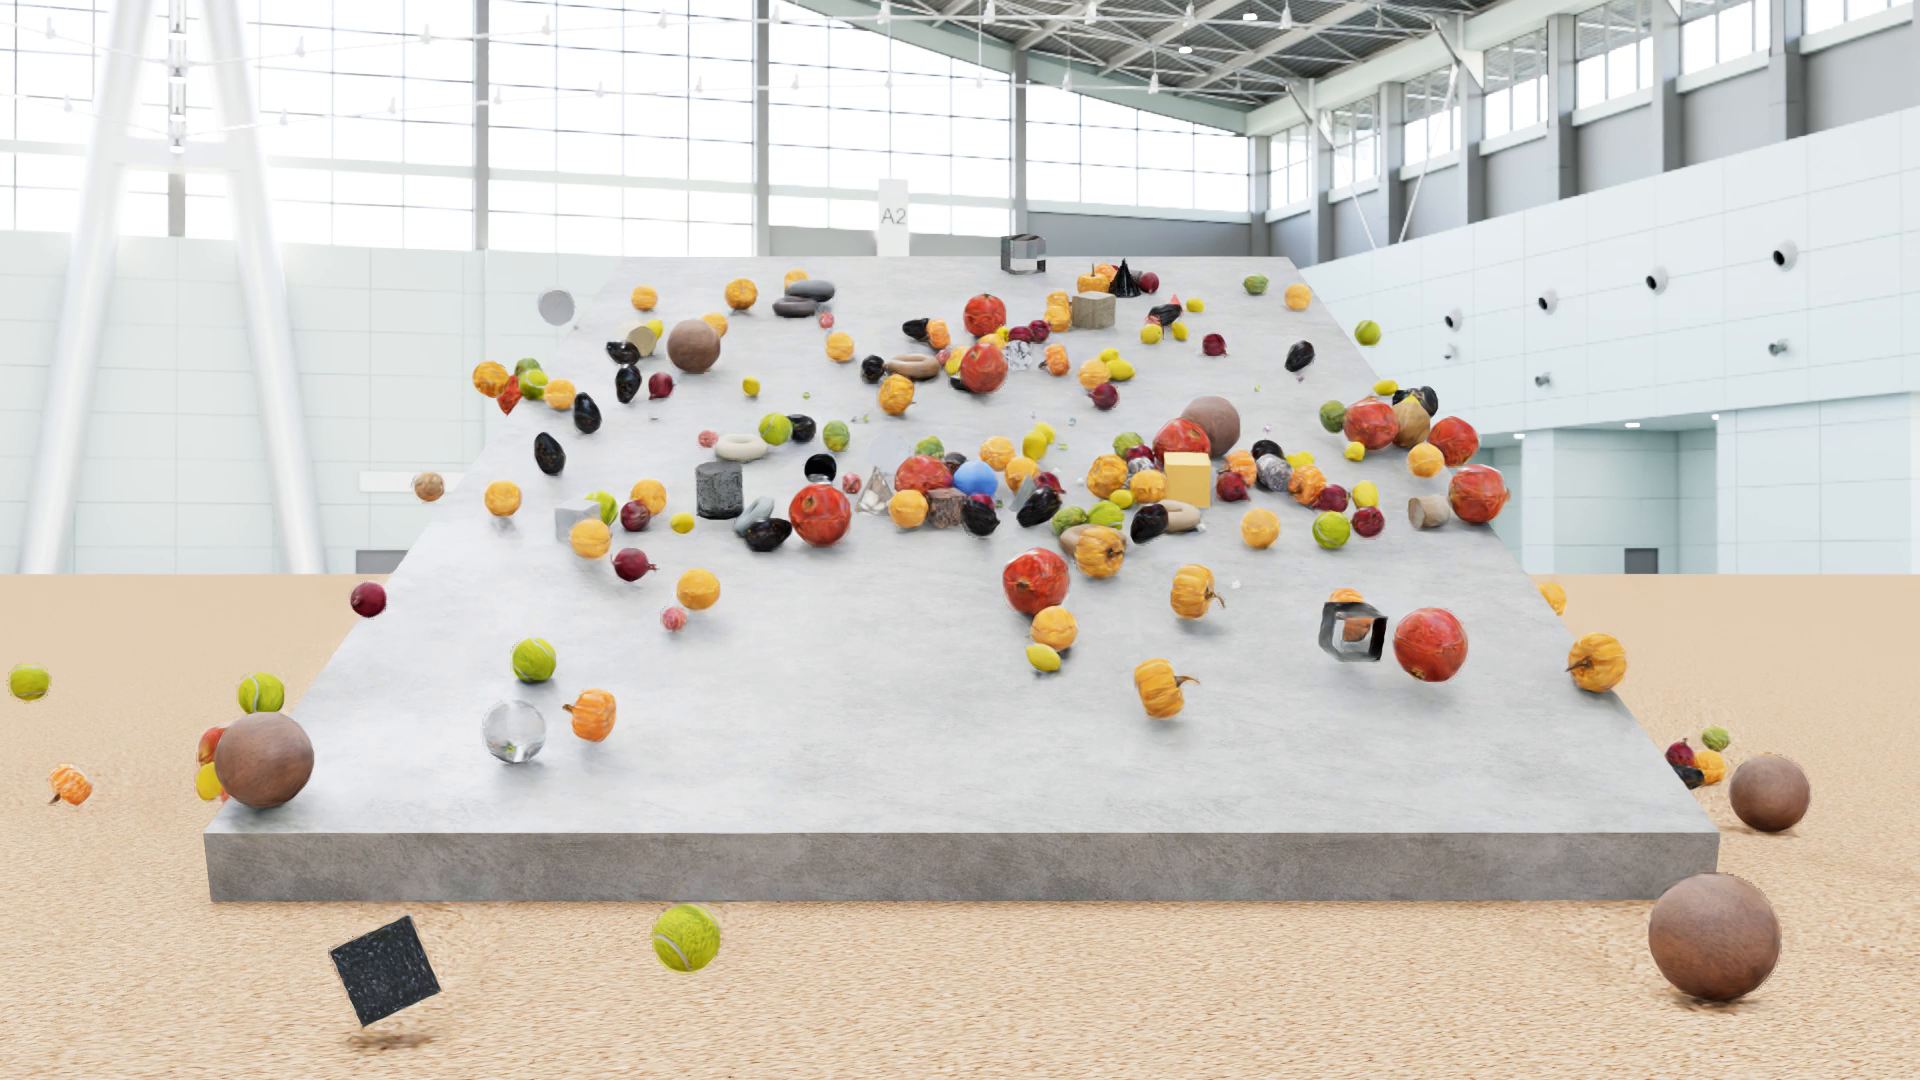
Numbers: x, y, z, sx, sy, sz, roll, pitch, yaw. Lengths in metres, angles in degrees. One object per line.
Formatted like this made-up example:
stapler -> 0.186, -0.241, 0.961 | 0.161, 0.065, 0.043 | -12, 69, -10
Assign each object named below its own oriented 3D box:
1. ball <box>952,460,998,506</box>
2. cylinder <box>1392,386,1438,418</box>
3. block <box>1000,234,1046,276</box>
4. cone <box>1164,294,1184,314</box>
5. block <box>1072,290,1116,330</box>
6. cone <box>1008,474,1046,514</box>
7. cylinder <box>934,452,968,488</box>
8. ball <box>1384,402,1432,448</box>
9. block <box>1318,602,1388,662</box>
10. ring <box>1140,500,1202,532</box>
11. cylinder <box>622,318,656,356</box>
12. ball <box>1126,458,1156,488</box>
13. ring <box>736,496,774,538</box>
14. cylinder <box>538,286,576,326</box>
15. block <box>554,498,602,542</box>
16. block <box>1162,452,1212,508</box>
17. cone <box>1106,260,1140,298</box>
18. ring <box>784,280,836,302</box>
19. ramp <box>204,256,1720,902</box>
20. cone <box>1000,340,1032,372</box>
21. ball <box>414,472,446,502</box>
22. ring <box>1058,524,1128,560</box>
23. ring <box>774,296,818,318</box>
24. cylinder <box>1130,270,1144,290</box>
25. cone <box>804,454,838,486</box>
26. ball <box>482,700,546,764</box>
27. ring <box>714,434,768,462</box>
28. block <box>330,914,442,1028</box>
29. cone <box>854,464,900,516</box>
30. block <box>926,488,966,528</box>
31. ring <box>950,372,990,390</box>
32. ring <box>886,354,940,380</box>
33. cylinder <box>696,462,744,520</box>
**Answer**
ball -> 0.029, -0.109, 4.277 | 0.085, 0.085, 0.085 | 0, -1, 0
cylinder -> 1.003, -0.300, 4.936 | 0.072, 0.072, 0.072 | -10, 4, -26
block -> 0.184, -0.833, 6.527 | 0.098, 0.098, 0.098 | -8, 20, -24
cone -> 0.576, -0.639, 6.008 | 0.052, 0.052, 0.052 | 0, 18, 0
block -> 0.349, -0.599, 5.837 | 0.081, 0.081, 0.081 | 15, 23, 38
cone -> 0.131, -0.096, 4.306 | 0.074, 0.074, 0.074 | 0, 18, 0
cylinder -> -0.015, -0.133, 4.433 | 0.065, 0.065, 0.065 | 0, 18, 9
ball -> 0.943, -0.243, 4.719 | 0.100, 0.100, 0.100 | 0, -1, 0
block -> 0.602, 0.140, 3.431 | 0.072, 0.072, 0.072 | 0, 18, -18
ring -> 0.397, -0.045, 4.209 | 0.115, 0.038, 0.115 | 0, 17, 0
cylinder -> -0.796, -0.499, 5.533 | 0.076, 0.076, 0.076 | 0, 26, -14
ball -> 0.359, -0.135, 4.449 | 0.060, 0.060, 0.060 | 0, -1, 0
ring -> -0.380, -0.043, 4.145 | 0.031, 0.092, 0.092 | 43, -15, -16
cylinder -> -1.071, -0.623, 5.937 | 0.094, 0.094, 0.094 | 0, 14, -14
block -> -0.706, -0.036, 4.141 | 0.061, 0.061, 0.061 | 8, 20, 22
block -> 0.441, -0.117, 4.354 | 0.085, 0.085, 0.085 | 0, 18, 1
cone -> 0.454, -0.732, 6.215 | 0.100, 0.100, 0.100 | 0, 18, 0
ring -> -0.407, -0.671, 6.055 | 0.141, 0.047, 0.141 | -4, -4, 0
ramp -> -0.004, -0.187, 4.866 | 2.000, 0.100, 4.000 | 0, 18, 0
cone -> 0.136, -0.435, 5.410 | 0.077, 0.077, 0.077 | 0, -9, 0
ball -> -1.215, -0.122, 5.127 | 0.069, 0.069, 0.069 | 0, -1, 0
ring -> 0.241, 0.005, 4.050 | 0.125, 0.042, 0.125 | 1, 18, 0
ring -> -0.438, -0.621, 5.969 | 0.122, 0.041, 0.122 | 1, 17, 0
cylinder -> 0.480, -0.730, 6.281 | 0.056, 0.056, 0.056 | 0, -1, 21
cone -> -0.274, -0.136, 4.498 | 0.066, 0.066, 0.066 | 0, -9, 6
ball -> -0.628, 0.270, 3.157 | 0.088, 0.088, 0.088 | 0, -1, 0
ring -> -0.457, -0.193, 4.661 | 0.112, 0.037, 0.112 | 1, 19, 0
block -> -0.538, 0.404, 2.104 | 0.077, 0.077, 0.077 | -24, -2, -14
cone -> -0.159, -0.102, 4.296 | 0.091, 0.091, 0.091 | 0, 18, 0
block -> -0.027, -0.062, 4.226 | 0.058, 0.058, 0.058 | -7, 19, -22
ring -> 0.024, -0.371, 5.217 | 0.094, 0.031, 0.094 | -1, 18, 0
ring -> -0.113, -0.412, 5.323 | 0.131, 0.044, 0.131 | -1, 18, 0
cylinder -> -0.459, -0.095, 4.274 | 0.090, 0.090, 0.090 | 0, 18, 0
